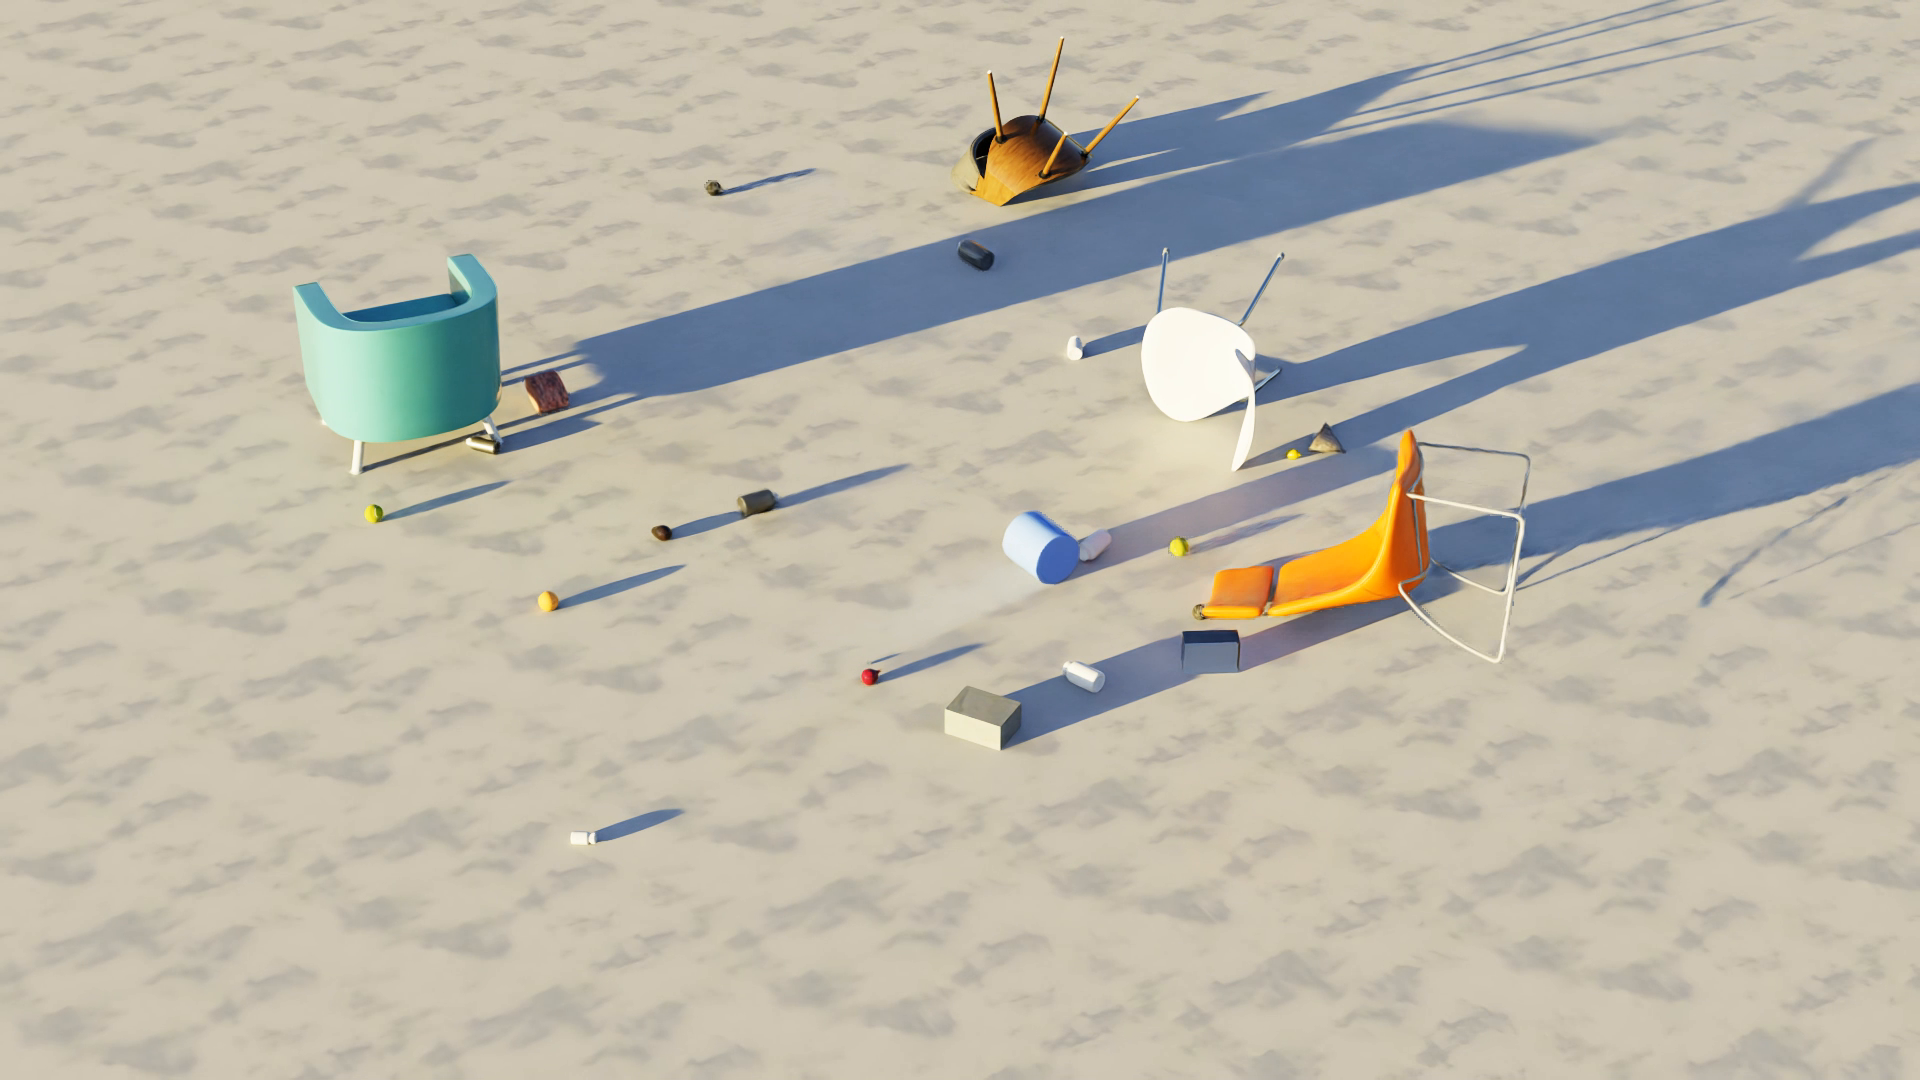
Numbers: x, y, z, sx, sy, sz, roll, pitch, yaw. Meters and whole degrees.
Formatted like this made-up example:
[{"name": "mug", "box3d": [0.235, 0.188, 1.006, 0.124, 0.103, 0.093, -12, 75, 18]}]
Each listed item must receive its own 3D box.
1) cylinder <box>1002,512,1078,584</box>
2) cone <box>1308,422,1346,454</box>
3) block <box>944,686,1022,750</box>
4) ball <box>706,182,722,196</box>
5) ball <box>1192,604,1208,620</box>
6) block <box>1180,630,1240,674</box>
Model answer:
[{"name": "cylinder", "box3d": [0.295, 0.029, 10.716, 0.196, 0.204, 0.201, -37, 45, -17]}, {"name": "cone", "box3d": [1.455, -0.374, 11.461, 0.136, 0.120, 0.144, 32, 46, 4]}, {"name": "block", "box3d": [0.079, 0.603, 9.939, 0.211, 0.100, 0.155, 16, 37, 23]}, {"name": "ball", "box3d": [-1.115, -1.594, 13.302, 0.067, 0.067, 0.067, 0, 33, 0]}, {"name": "ball", "box3d": [0.861, 0.258, 10.501, 0.057, 0.057, 0.057, 0, 33, 0]}, {"name": "block", "box3d": [0.875, 0.391, 10.237, 0.194, 0.125, 0.085, -1, 33, -2]}]
